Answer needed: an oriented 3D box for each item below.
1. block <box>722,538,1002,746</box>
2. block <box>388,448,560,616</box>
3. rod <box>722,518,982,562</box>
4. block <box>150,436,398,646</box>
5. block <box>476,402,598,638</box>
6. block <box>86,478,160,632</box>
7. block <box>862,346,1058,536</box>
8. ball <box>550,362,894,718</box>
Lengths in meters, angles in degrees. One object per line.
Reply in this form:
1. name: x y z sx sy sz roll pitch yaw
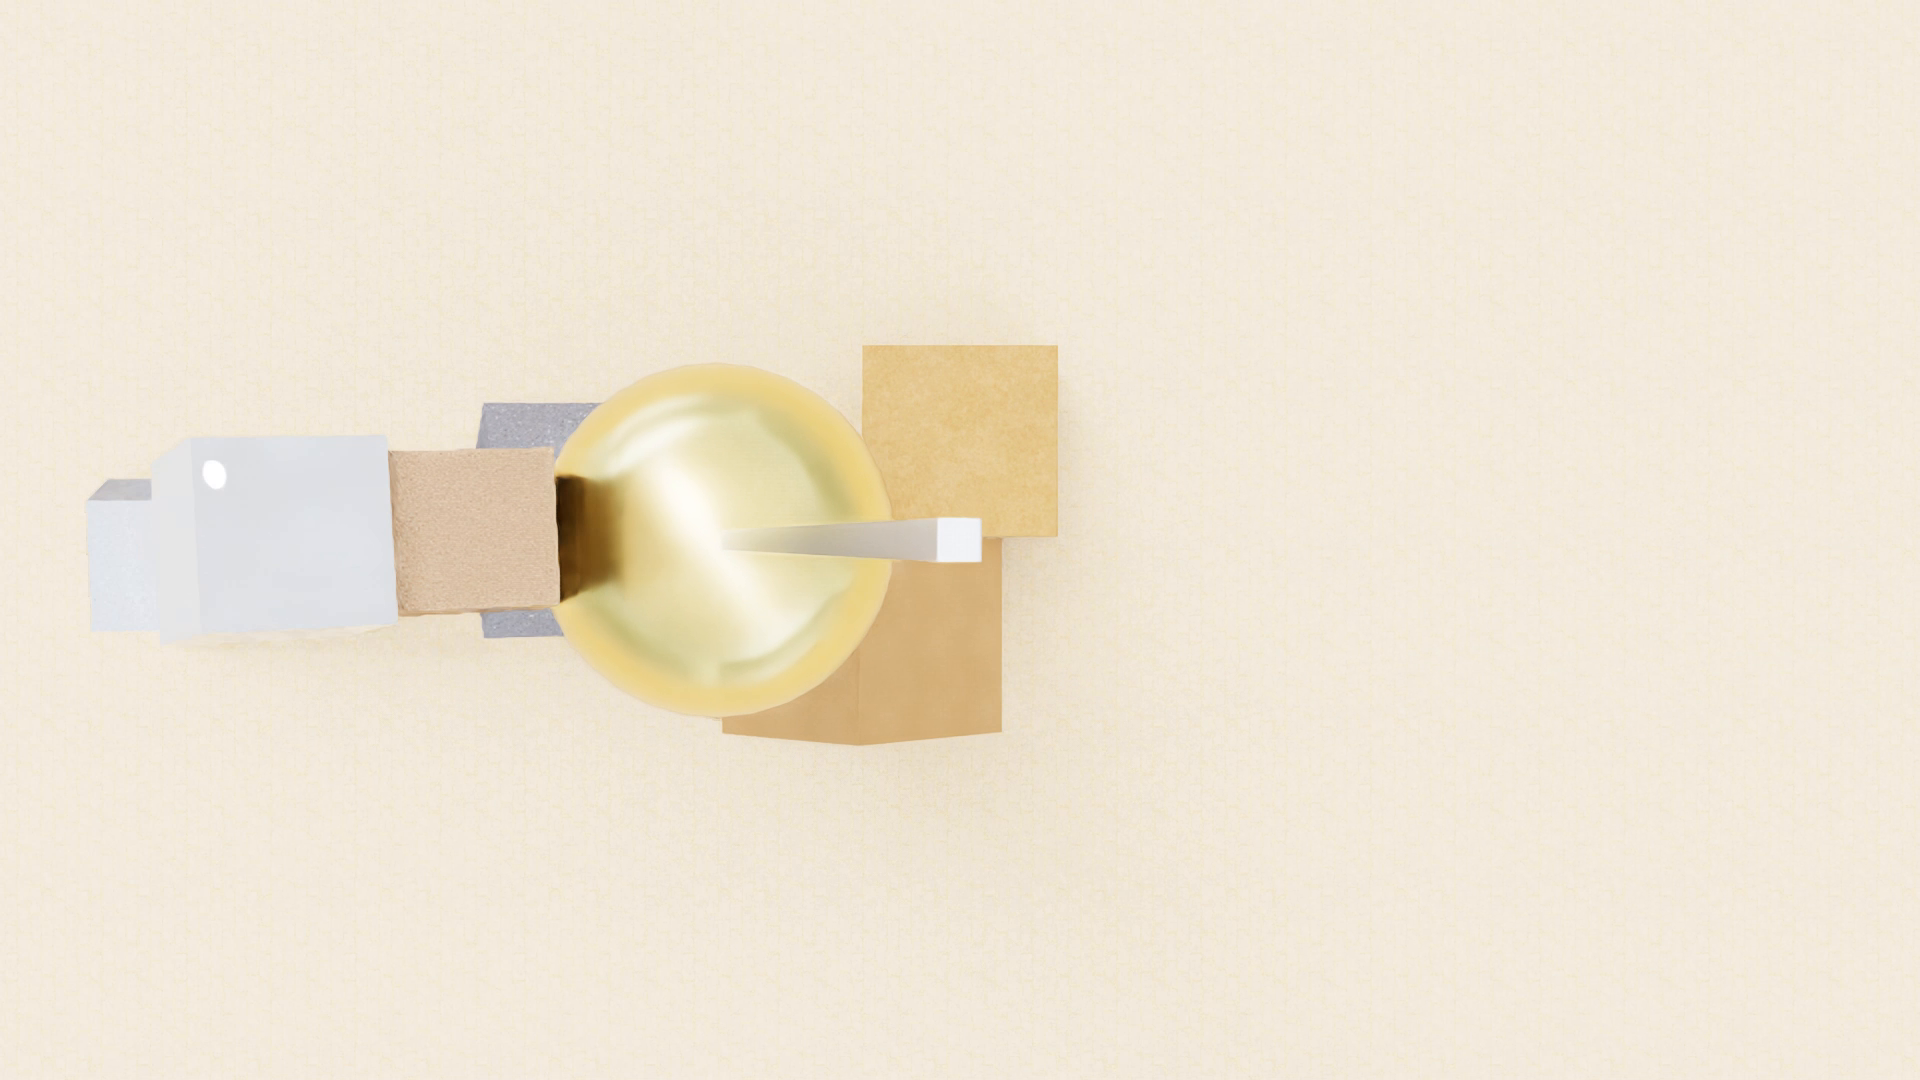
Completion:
1. block: -0.538 0.532 12.224 1.062 1.131 1.082 0 90 42
2. block: -2.074 -0.025 9.216 0.680 0.631 0.646 -2 87 -18
3. rod: -0.473 0.000 6.546 0.080 5.200 0.080 0 90 -10
4. block: -2.769 0.011 8.850 0.751 0.792 0.749 -2 85 -31
5. block: -2.170 -0.112 12.229 0.949 0.900 0.933 -1 51 -21
6. block: -4.370 0.070 12.189 0.742 0.695 0.717 -1 101 -12
7. block: 0.001 -0.546 12.557 1.078 0.887 1.055 0 90 0
8. ball: -1.092 0.000 9.890 1.600 1.600 1.600 0 90 0
